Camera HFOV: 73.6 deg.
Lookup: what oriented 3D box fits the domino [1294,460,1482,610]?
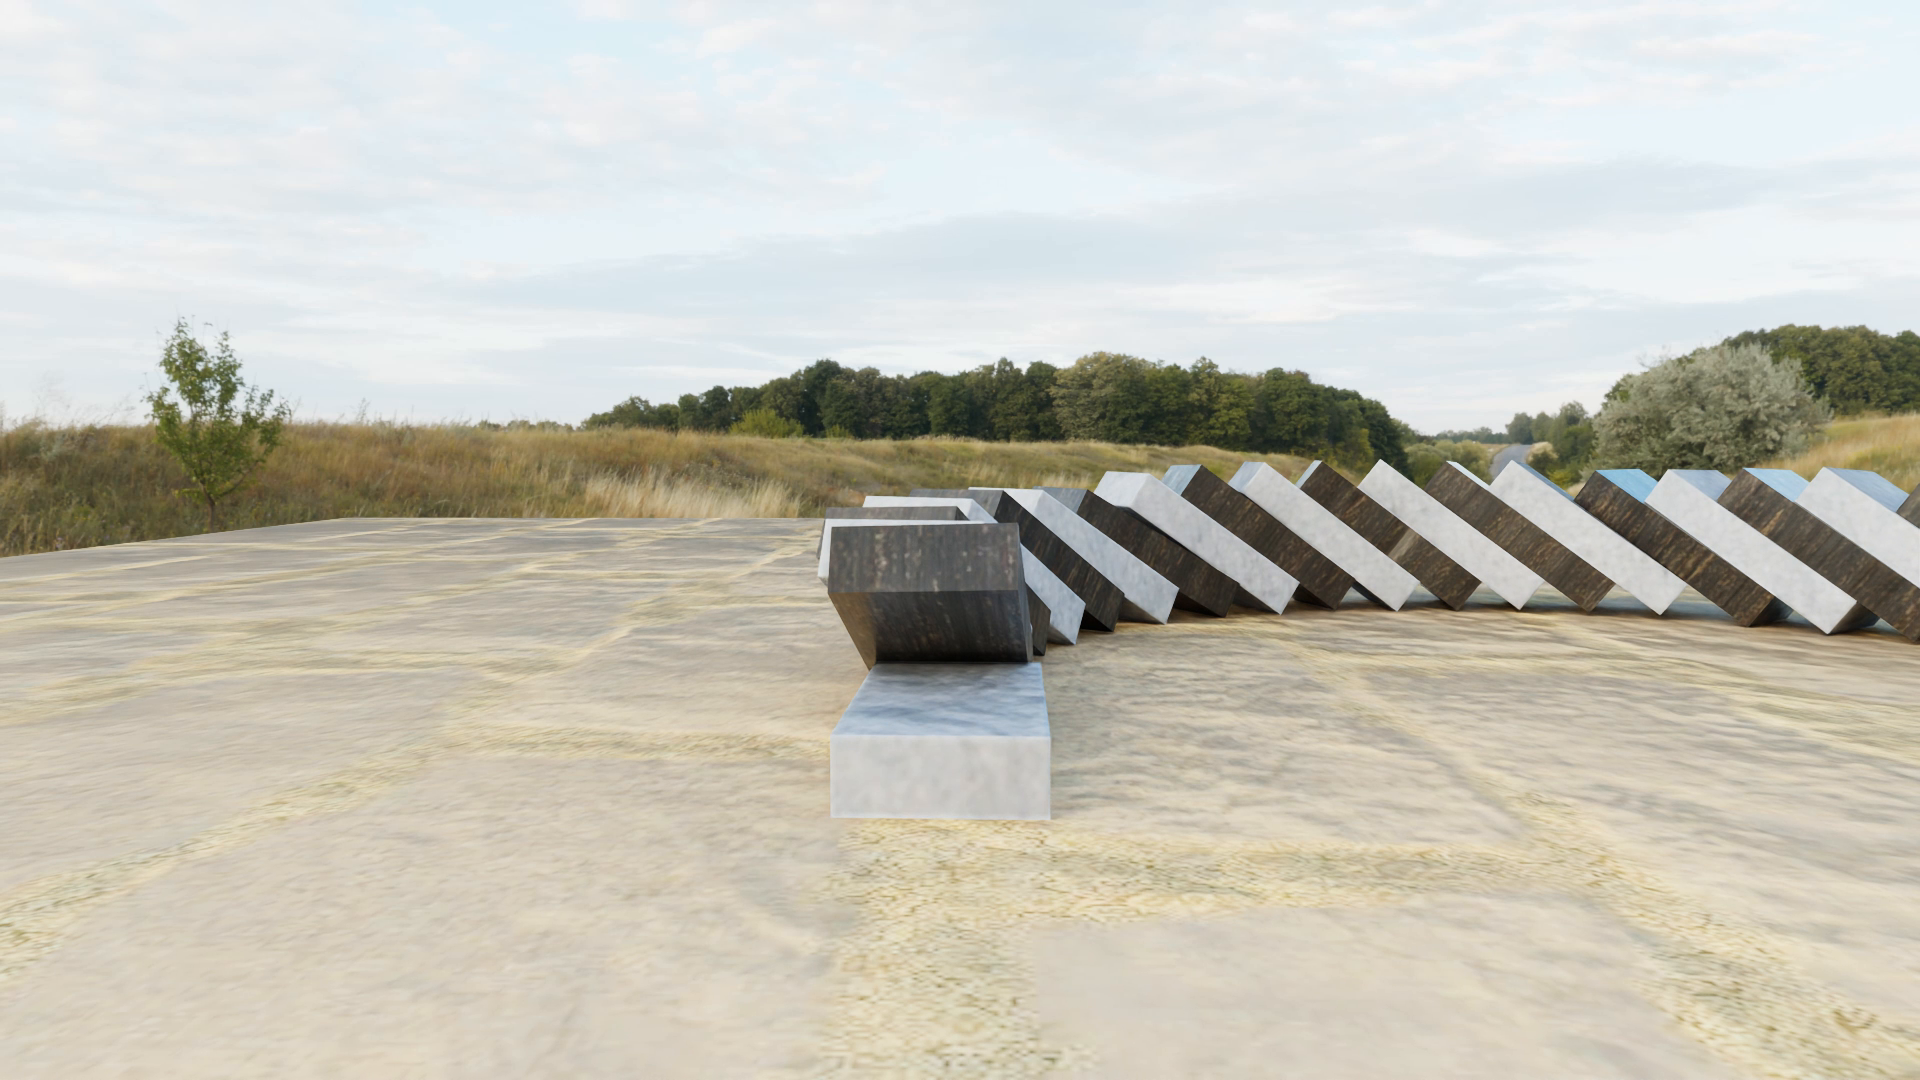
[{"bbox_3d":[0.112,-0.002,0.340,0.050,0.009,0.025,38,10,6],"label":"domino"}]

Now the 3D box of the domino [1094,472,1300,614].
[{"bbox_3d":[0.059,0.000,0.325,0.050,0.010,0.025,34,-6,-17],"label":"domino"}]

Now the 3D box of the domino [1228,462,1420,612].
[{"bbox_3d":[0.094,-0.002,0.337,0.050,0.010,0.025,37,4,-2],"label":"domino"}]

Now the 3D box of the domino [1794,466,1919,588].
[{"bbox_3d":[0.212,0.003,0.279,0.025,0.010,0.050,1,37,-33],"label":"domino"}]

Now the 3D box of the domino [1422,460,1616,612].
[{"bbox_3d":[0.146,-0.002,0.335,0.050,0.010,0.025,41,19,20],"label":"domino"}]

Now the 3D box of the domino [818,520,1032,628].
[{"bbox_3d":[-0.004,0.011,0.216,0.025,0.009,0.050,1,-22,13],"label":"domino"}]

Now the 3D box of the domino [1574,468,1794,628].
[{"bbox_3d":[0.181,0.001,0.318,0.025,0.009,0.050,-3,40,-39],"label":"domino"}]

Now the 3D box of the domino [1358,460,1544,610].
[{"bbox_3d":[0.129,-0.002,0.339,0.050,0.009,0.025,40,13,13],"label":"domino"}]

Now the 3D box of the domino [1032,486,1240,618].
[{"bbox_3d":[0.041,0.003,0.314,0.050,0.009,0.025,29,-9,-25],"label":"domino"}]

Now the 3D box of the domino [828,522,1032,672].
[{"bbox_3d":[-0.003,0.012,0.192,0.025,0.009,0.050,-1,-23,5],"label":"domino"}]

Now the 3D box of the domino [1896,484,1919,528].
[{"bbox_3d":[0.223,0.005,0.262,0.025,0.009,0.050,-2,39,-28],"label":"domino"}]

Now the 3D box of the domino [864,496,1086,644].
[{"bbox_3d":[0.003,0.007,0.262,0.025,0.009,0.050,3,-24,34],"label":"domino"}]

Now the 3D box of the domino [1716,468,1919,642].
[{"bbox_3d":[0.202,0.002,0.292,0.025,0.010,0.050,-1,38,-35],"label":"domino"}]

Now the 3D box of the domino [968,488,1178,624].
[{"bbox_3d":[0.025,0.004,0.298,0.050,0.009,0.025,33,-17,-35],"label":"domino"}]

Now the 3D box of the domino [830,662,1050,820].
[{"bbox_3d":[-0.001,0.025,0.170,0.025,0.010,0.050,0,4,2],"label":"domino"}]

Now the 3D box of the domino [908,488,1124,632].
[{"bbox_3d":[0.012,0.005,0.280,0.025,0.010,0.050,3,-25,41],"label":"domino"}]

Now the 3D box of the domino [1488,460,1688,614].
[{"bbox_3d":[0.161,-0.001,0.329,0.050,0.009,0.025,43,21,24],"label":"domino"}]

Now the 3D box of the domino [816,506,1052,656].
[{"bbox_3d":[-0.003,0.009,0.239,0.025,0.009,0.050,0,-23,24],"label":"domino"}]

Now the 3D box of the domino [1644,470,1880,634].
[{"bbox_3d":[0.192,0.002,0.305,0.025,0.010,0.050,-2,39,-35],"label":"domino"}]

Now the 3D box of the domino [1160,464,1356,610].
[{"bbox_3d":[0.076,-0.001,0.333,0.050,0.009,0.025,35,-2,-8],"label":"domino"}]
